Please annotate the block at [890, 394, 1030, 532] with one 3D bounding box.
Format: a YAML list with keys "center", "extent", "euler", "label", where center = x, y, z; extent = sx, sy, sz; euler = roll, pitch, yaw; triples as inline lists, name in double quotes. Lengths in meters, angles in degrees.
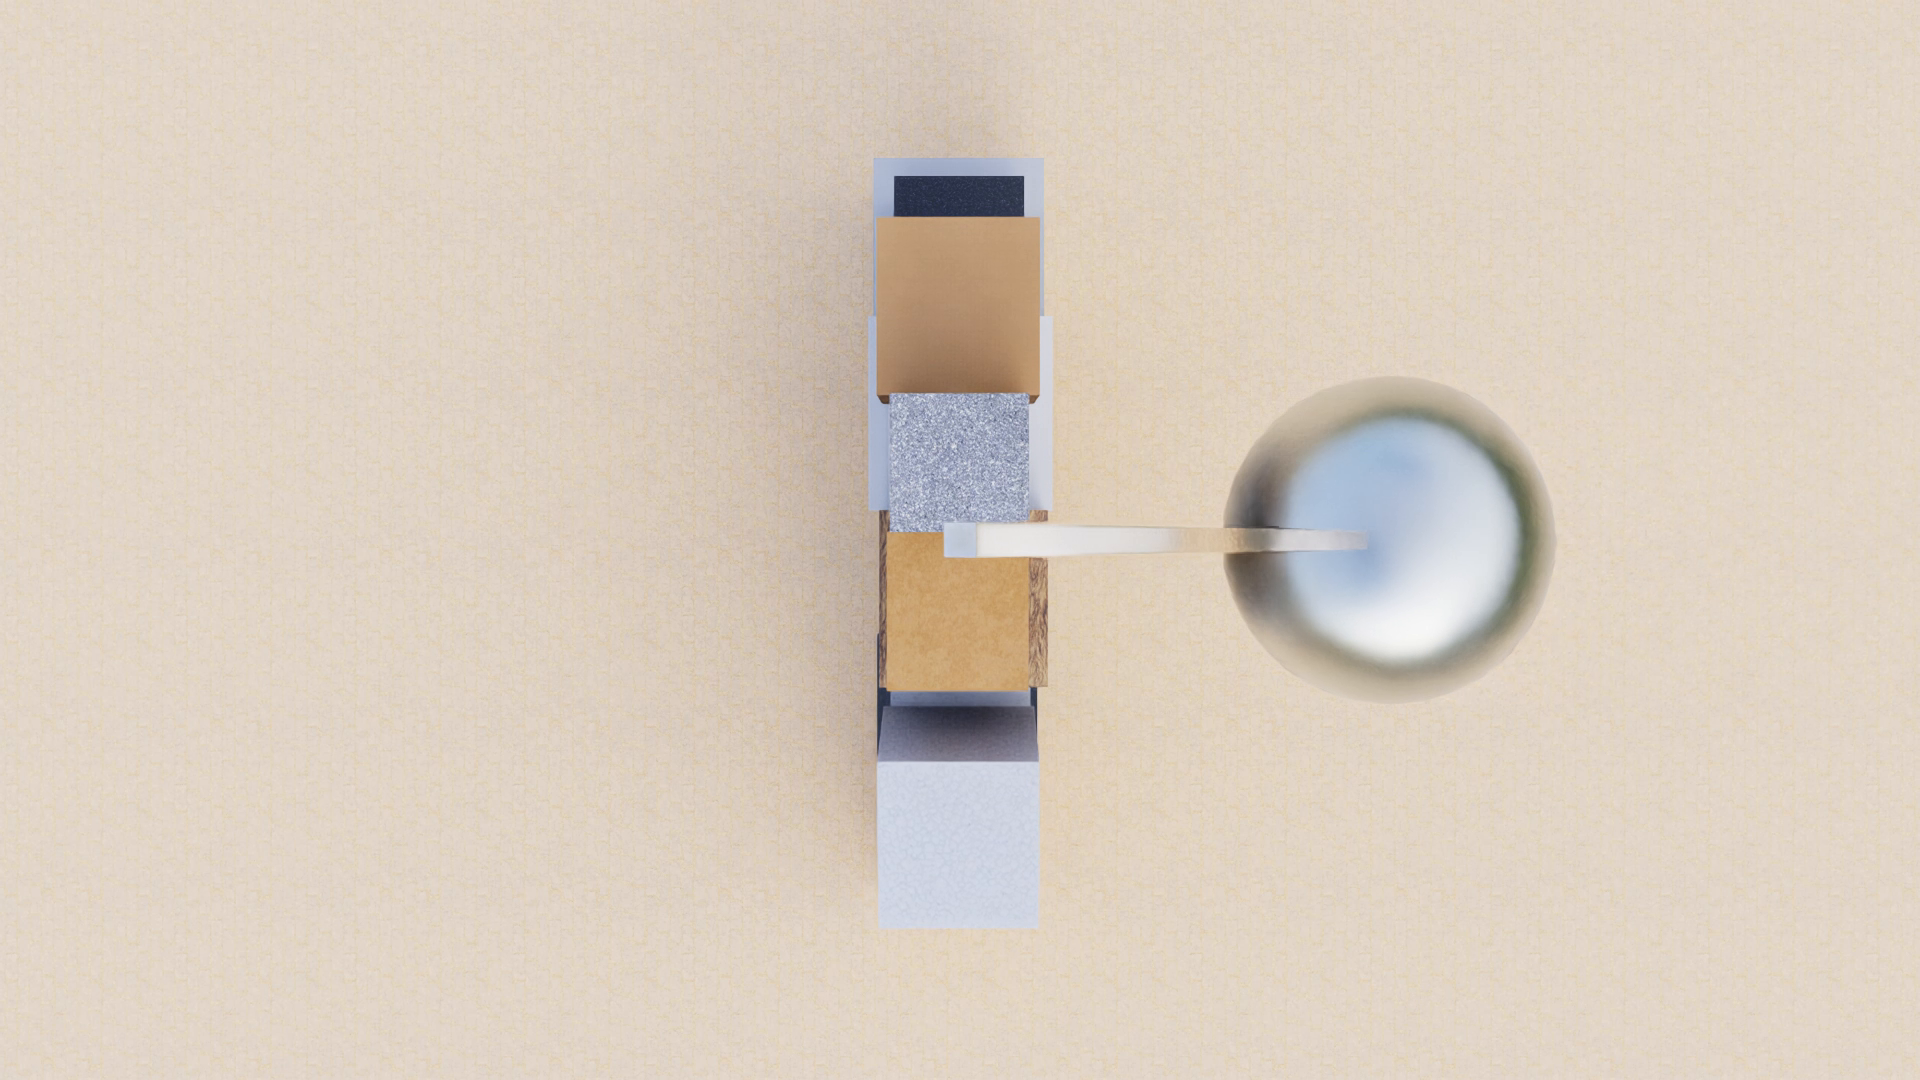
- center: [-0.003, -0.347, 10.133]
  extent: [0.621, 0.682, 0.619]
  euler: [0, 91, 0]
  label: "block"

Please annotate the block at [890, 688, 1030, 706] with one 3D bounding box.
- center: [0.002, 0.741, 11.757]
  extent: [0.724, 0.735, 0.630]
  euler: [0, 90, 0]
  label: "block"

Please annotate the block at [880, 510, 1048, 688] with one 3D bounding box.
- center: [0.017, 0.285, 11.030]
  extent: [0.819, 0.720, 0.859]
  euler: [0, 90, 0]
  label: "block"

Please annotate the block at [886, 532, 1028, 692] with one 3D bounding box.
- center: [-0.010, 0.326, 10.361]
  extent: [0.648, 0.618, 0.729]
  euler: [0, 90, 0]
  label: "block"

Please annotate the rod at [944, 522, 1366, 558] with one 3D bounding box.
- center: [0.899, 0.000, 7.497]
  extent: [0.080, 5.200, 0.080]
  euler: [0, 90, 20]
  label: "rod"

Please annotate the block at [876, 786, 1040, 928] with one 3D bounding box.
- center: [-0.008, 1.568, 11.837]
  extent: [0.846, 0.696, 0.797]
  euler: [0, 108, 0]
  label: "block"

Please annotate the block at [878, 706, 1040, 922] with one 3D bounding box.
- center: [-0.006, 1.349, 10.950]
  extent: [0.772, 0.864, 0.817]
  euler: [0, 103, 0]
  label: "block"

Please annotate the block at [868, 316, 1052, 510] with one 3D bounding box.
- center: [0.003, -0.660, 11.474]
  extent: [0.921, 0.961, 0.972]
  euler: [0, 93, 0]
  label: "block"

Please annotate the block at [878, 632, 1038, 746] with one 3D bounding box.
- center: [-0.014, 0.921, 12.562]
  extent: [0.885, 0.875, 0.812]
  euler: [0, 90, 0]
  label: "block"

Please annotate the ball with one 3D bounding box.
- center: [2.074, 0.000, 10.687]
  extent: [1.600, 1.600, 1.600]
  euler: [0, 90, 0]
  label: "ball"

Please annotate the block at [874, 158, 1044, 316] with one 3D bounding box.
- center: [-0.007, -1.610, 12.463]
  extent: [0.926, 1.074, 0.924]
  euler: [0, 90, 0]
  label: "block"

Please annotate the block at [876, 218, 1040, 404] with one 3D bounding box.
- center: [-0.009, -1.086, 10.572]
  extent: [0.757, 0.786, 0.823]
  euler: [0, 91, 0]
  label: "block"

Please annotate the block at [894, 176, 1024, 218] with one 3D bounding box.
- center: [-0.004, -1.523, 11.585]
  extent: [0.668, 0.682, 0.679]
  euler: [0, 90, 0]
  label: "block"
